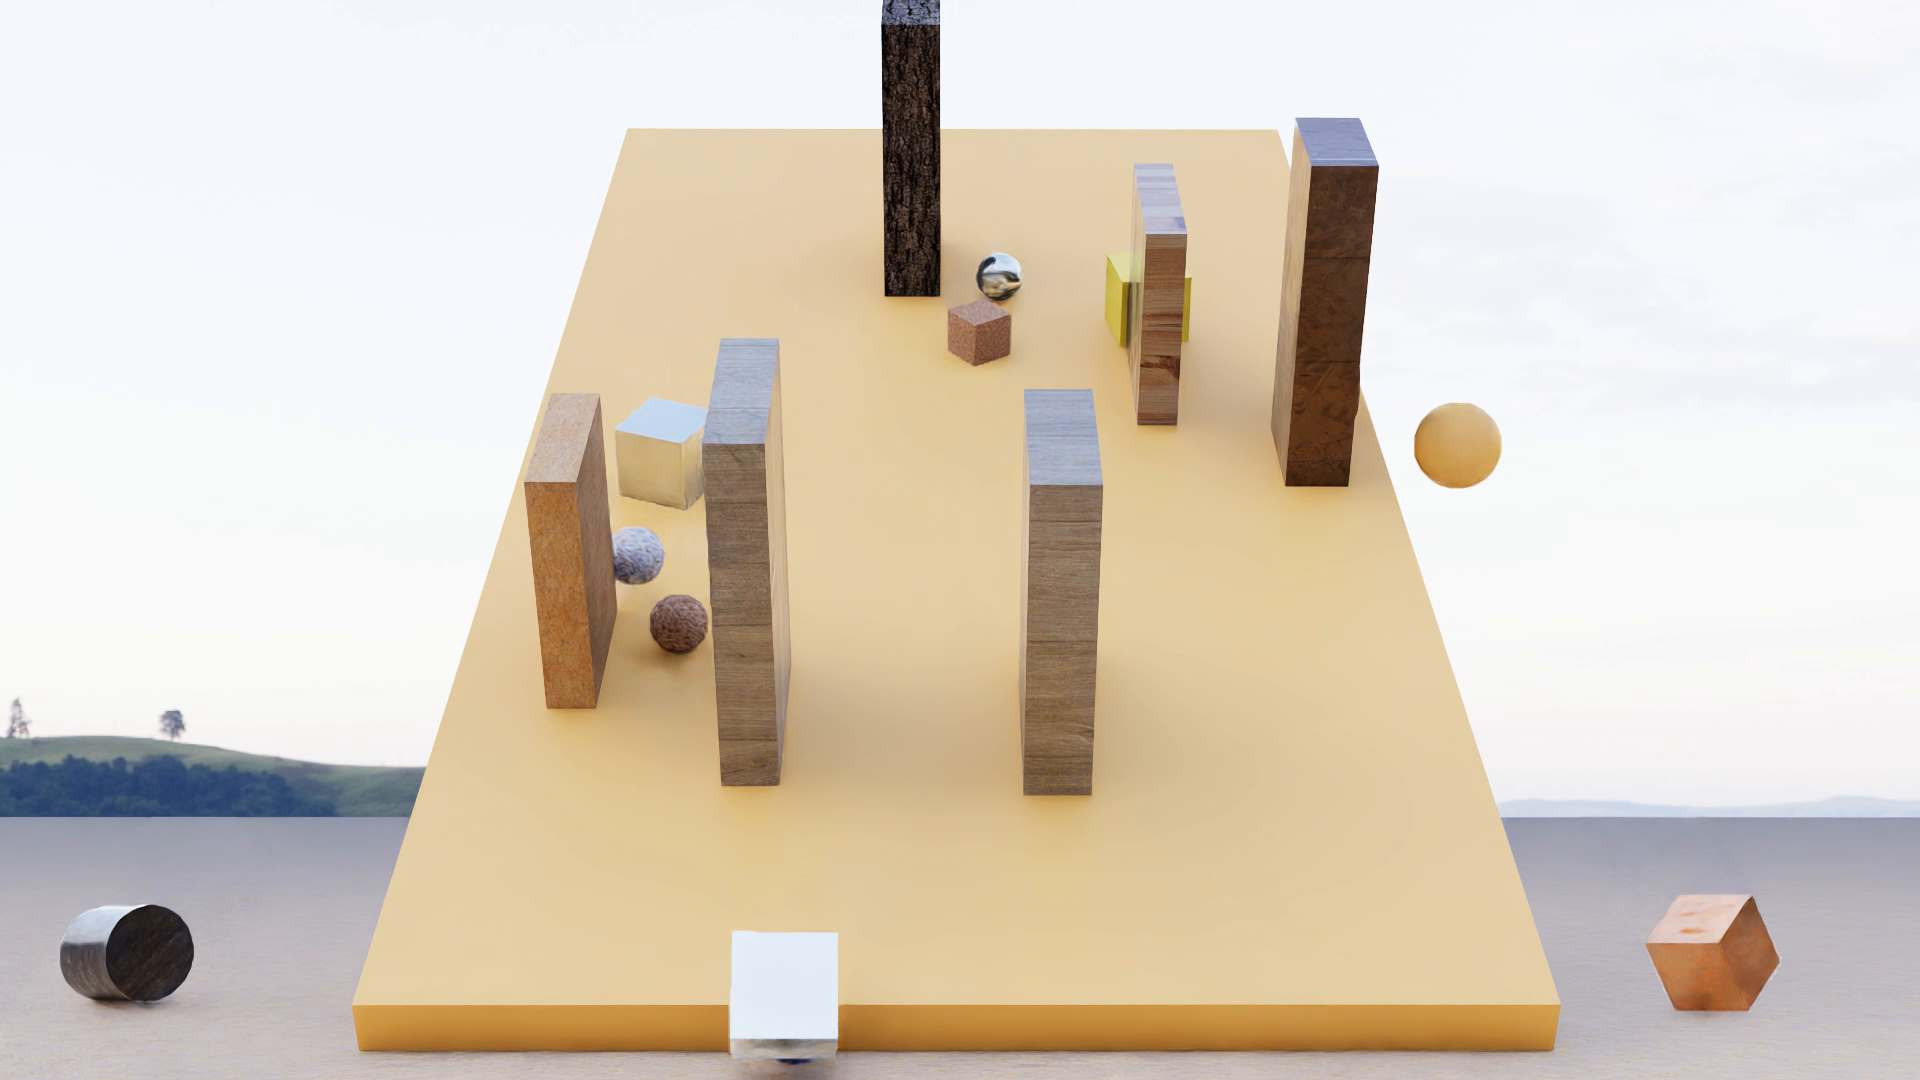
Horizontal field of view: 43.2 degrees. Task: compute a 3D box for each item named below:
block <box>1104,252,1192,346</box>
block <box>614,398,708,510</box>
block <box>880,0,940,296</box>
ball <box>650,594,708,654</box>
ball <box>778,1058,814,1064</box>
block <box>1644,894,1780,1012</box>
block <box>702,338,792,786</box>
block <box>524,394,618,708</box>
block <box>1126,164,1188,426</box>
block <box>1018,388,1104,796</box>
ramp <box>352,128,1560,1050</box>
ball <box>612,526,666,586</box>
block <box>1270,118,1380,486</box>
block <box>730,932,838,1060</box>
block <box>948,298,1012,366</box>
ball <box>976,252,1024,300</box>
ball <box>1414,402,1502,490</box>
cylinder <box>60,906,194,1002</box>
[{"bbox_3d":[0.478,-0.619,6.187,0.179,0.179,0.179,-5,31,-8],"label":"block"},{"bbox_3d":[-0.657,-0.195,5.470,0.171,0.171,0.171,13,33,20],"label":"block"},{"bbox_3d":[-0.125,-1.055,6.369,0.147,0.741,0.371,0,31,0],"label":"block"},{"bbox_3d":[-0.568,0.169,4.903,0.120,0.120,0.120,0,-6,0],"label":"ball"},{"bbox_3d":[-0.263,0.761,3.852,0.140,0.140,0.140,0,-6,0],"label":"ball"},{"bbox_3d":[1.493,0.817,4.807,0.162,0.162,0.162,-11,22,47],"label":"block"},{"bbox_3d":[-0.391,0.042,4.522,0.108,0.727,0.414,0,31,0],"label":"block"},{"bbox_3d":[-0.761,0.020,4.772,0.097,0.508,0.359,0,31,0],"label":"block"},{"bbox_3d":[0.470,-0.595,5.836,0.095,0.493,0.430,0,31,0],"label":"block"},{"bbox_3d":[0.182,0.098,4.495,0.127,0.662,0.363,0,31,0],"label":"block"},{"bbox_3d":[-0.014,-0.205,5.756,2.000,0.100,4.000,0,31,0],"label":"ramp"},{"bbox_3d":[-0.677,0.033,5.047,0.125,0.125,0.125,0,-6,0],"label":"ball"},{"bbox_3d":[0.813,-0.529,5.448,0.144,0.778,0.286,0,31,0],"label":"block"},{"bbox_3d":[-0.264,0.687,3.651,0.158,0.158,0.158,1,-23,-4],"label":"block"},{"bbox_3d":[0.048,-0.521,6.081,0.114,0.114,0.114,-21,36,-31],"label":"block"},{"bbox_3d":[0.104,-0.691,6.359,0.124,0.124,0.124,0,-6,0],"label":"ball"},{"bbox_3d":[1.129,-0.215,5.501,0.199,0.199,0.199,0,-6,0],"label":"ball"},{"bbox_3d":[-1.740,0.863,5.061,0.196,0.196,0.196,-9,-11,43],"label":"cylinder"}]
